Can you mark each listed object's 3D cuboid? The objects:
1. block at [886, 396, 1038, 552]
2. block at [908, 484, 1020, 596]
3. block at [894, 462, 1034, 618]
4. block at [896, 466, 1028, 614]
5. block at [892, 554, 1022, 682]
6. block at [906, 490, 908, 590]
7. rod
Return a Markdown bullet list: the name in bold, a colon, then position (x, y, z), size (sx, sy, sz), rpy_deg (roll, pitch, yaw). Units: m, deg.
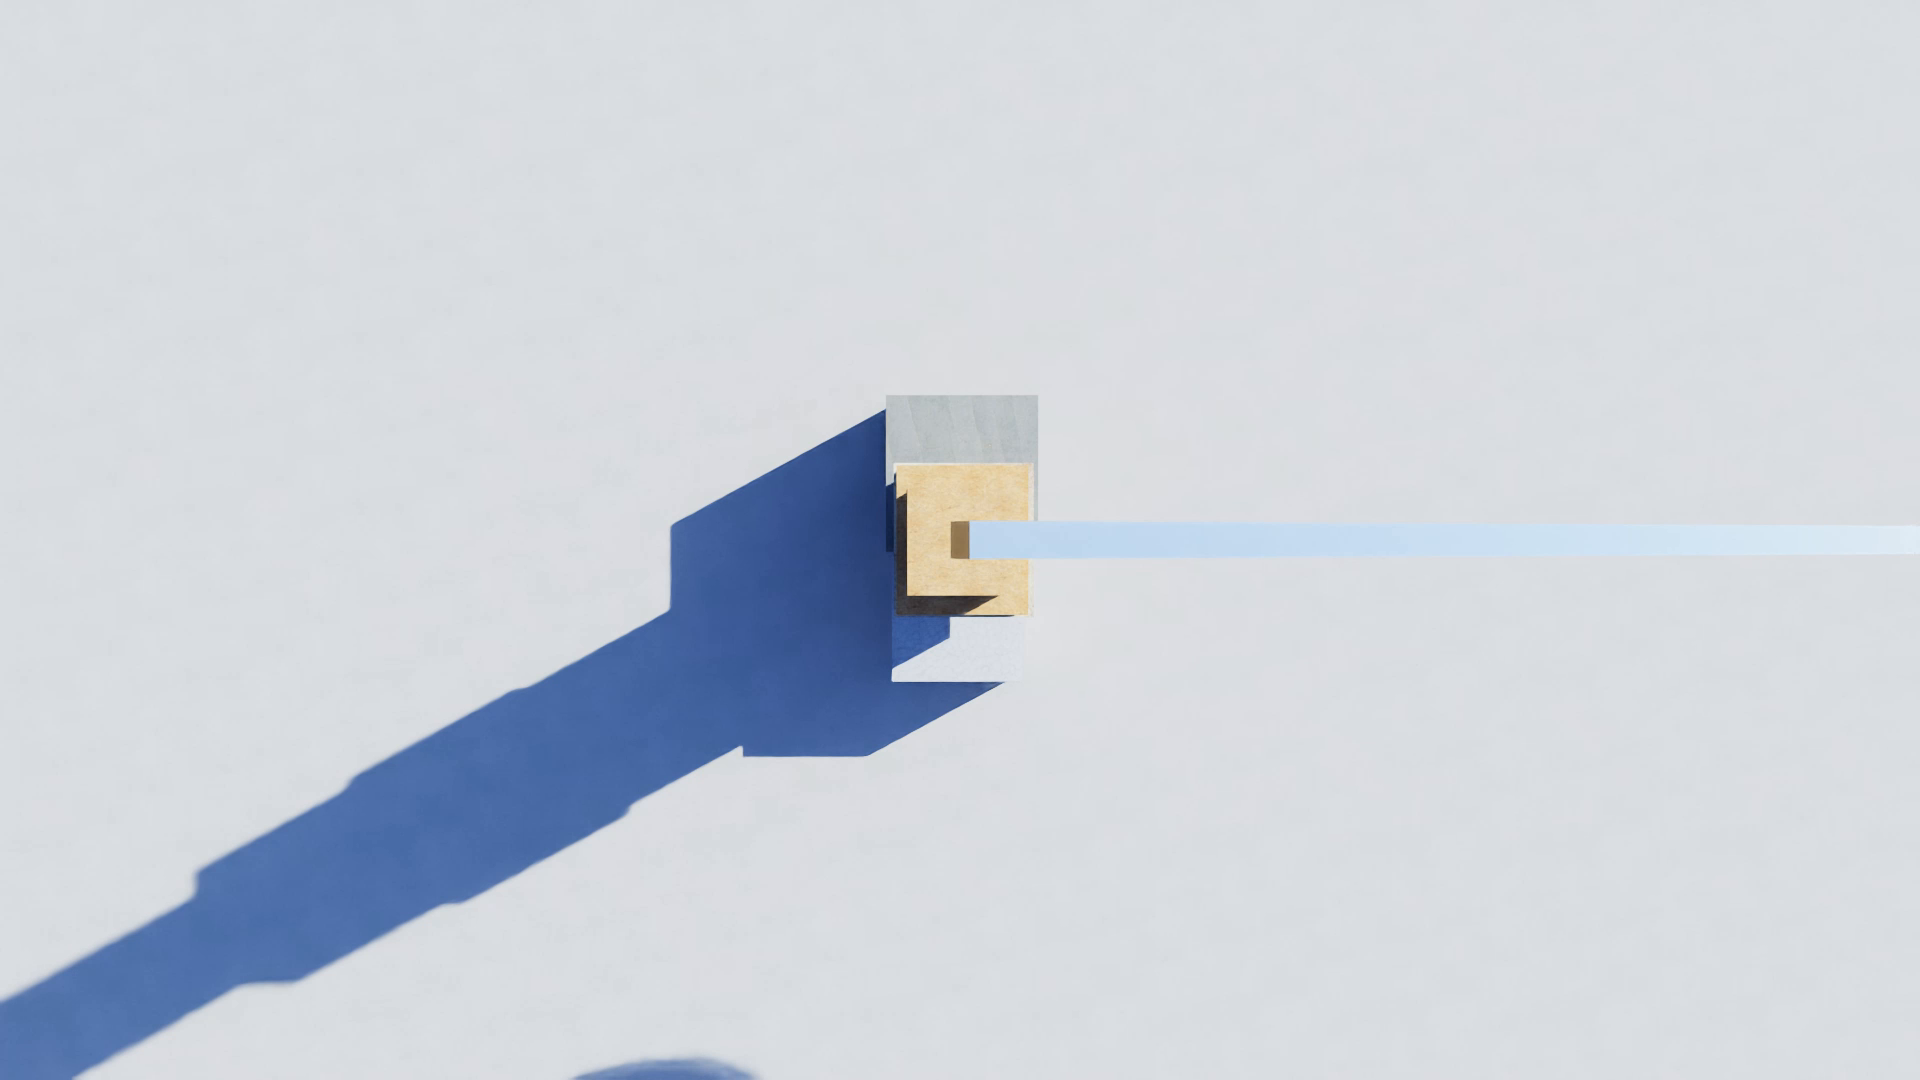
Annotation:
- **block**: position (0.011, -0.365, 12.538), size (0.835, 0.924, 0.862), rpy_deg (0, 90, 0)
- **block**: position (0.016, 0.000, 9.335), size (0.467, 0.490, 0.457), rpy_deg (0, 90, 0)
- **block**: position (0.018, 0.000, 11.023), size (0.680, 0.699, 0.749), rpy_deg (0, 90, 0)
- **block**: position (0.012, 0.000, 10.341), size (0.599, 0.665, 0.681), rpy_deg (0, 90, 0)
- **block**: position (-0.016, 0.436, 12.681), size (0.732, 0.638, 0.719), rpy_deg (0, 90, 0)
- **block**: position (0.004, 0.000, 9.794), size (0.471, 0.429, 0.442), rpy_deg (0, 90, 0)
- **rod**: position (2.234, 0.000, 5.984), size (5.200, 0.080, 0.080), rpy_deg (0, 90, -31)
